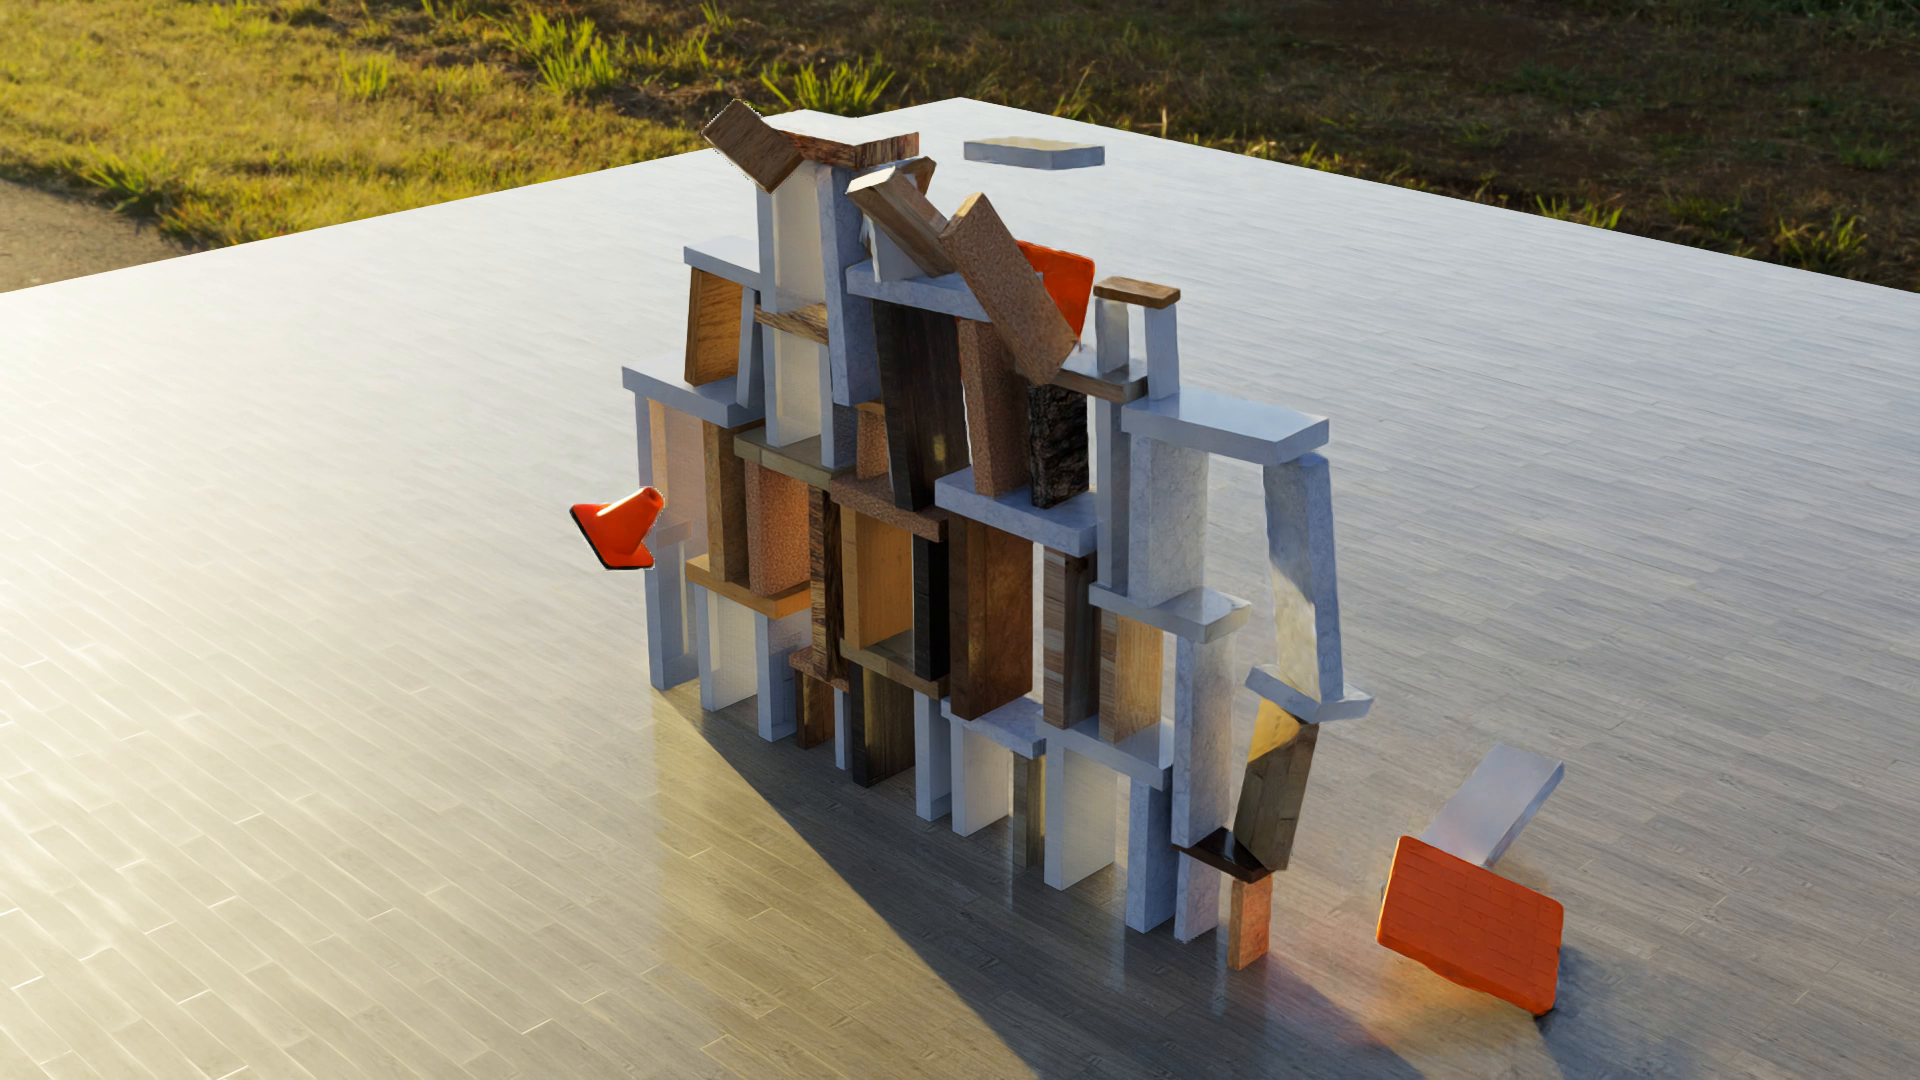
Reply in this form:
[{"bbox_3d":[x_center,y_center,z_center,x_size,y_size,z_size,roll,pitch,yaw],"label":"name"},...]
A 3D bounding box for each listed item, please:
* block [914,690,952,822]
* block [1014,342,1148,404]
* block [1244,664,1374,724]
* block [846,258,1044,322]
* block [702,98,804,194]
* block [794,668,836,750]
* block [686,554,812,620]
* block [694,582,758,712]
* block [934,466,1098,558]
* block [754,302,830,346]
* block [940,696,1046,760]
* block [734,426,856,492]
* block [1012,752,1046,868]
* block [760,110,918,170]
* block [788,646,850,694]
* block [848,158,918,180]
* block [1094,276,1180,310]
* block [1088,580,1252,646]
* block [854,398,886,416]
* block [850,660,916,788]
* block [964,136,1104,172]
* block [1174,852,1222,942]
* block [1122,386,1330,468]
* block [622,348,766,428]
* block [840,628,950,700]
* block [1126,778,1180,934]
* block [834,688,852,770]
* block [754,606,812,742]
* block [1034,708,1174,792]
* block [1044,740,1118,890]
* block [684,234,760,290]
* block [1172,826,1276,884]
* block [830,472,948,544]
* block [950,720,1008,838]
[{"bbox_3d":[-0.024,0.411,4.427,0.142,0.284,0.040,-22,31,-40],"label":"block"},{"bbox_3d":[0.227,-0.297,3.837,0.243,0.034,0.121,20,32,38],"label":"block"},{"bbox_3d":[0.622,0.270,3.903,0.139,0.039,0.277,29,12,27],"label":"block"},{"bbox_3d":[-0.029,-0.467,4.002,0.328,0.046,0.164,16,30,34],"label":"block"},{"bbox_3d":[-0.377,-0.719,4.015,0.090,0.026,0.181,-46,66,-4],"label":"block"},{"bbox_3d":[-0.307,0.347,4.703,0.026,0.186,0.093,21,31,41],"label":"block"},{"bbox_3d":[-0.438,0.086,4.736,0.150,0.042,0.300,-21,31,-40],"label":"block"},{"bbox_3d":[-0.508,0.216,4.868,0.150,0.300,0.042,-21,31,-41],"label":"block"},{"bbox_3d":[0.143,-0.066,4.028,0.356,0.050,0.178,21,31,40],"label":"block"},{"bbox_3d":[-0.275,-0.435,4.337,0.127,0.036,0.254,-21,31,-40],"label":"block"},{"bbox_3d":[0.094,0.345,4.259,0.125,0.035,0.250,-21,31,-39],"label":"block"},{"bbox_3d":[-0.306,-0.175,4.475,0.300,0.042,0.150,21,31,40],"label":"block"},{"bbox_3d":[0.159,0.499,4.264,0.125,0.250,0.035,-21,31,-41],"label":"block"},{"bbox_3d":[-0.248,-0.760,4.166,0.162,0.046,0.323,-21,30,-40],"label":"block"},{"bbox_3d":[-0.263,0.266,4.622,0.093,0.026,0.186,-21,31,-41],"label":"block"},{"bbox_3d":[-0.139,-0.683,4.047,0.065,0.018,0.130,-20,15,-38],"label":"block"},{"bbox_3d":[0.299,-0.419,3.718,0.131,0.019,0.066,16,30,30],"label":"block"},{"bbox_3d":[0.368,0.111,3.872,0.261,0.037,0.130,19,30,40],"label":"block"},{"bbox_3d":[-0.130,-0.262,4.242,0.072,0.021,0.145,-22,27,-40],"label":"block"},{"bbox_3d":[-0.158,0.358,4.550,0.142,0.284,0.040,-22,32,-40],"label":"block"},{"bbox_3d":[0.124,-0.655,3.726,0.116,0.033,0.232,-12,20,-36],"label":"block"},{"bbox_3d":[0.437,0.637,4.023,0.090,0.181,0.026,-17,28,-39],"label":"block"},{"bbox_3d":[0.440,-0.193,3.674,0.311,0.044,0.156,17,28,39],"label":"block"},{"bbox_3d":[-0.538,-0.326,4.673,0.178,0.050,0.356,-21,31,-40],"label":"block"},{"bbox_3d":[-0.093,0.236,4.423,0.142,0.040,0.284,-22,31,-40],"label":"block"},{"bbox_3d":[0.378,0.555,4.055,0.155,0.311,0.044,-21,31,-40],"label":"block"},{"bbox_3d":[-0.219,0.382,4.622,0.026,0.186,0.093,21,31,41],"label":"block"},{"bbox_3d":[-0.367,0.271,4.738,0.150,0.300,0.042,-21,31,-41],"label":"block"},{"bbox_3d":[0.304,0.363,4.054,0.310,0.044,0.155,21,31,41],"label":"block"},{"bbox_3d":[0.231,0.498,4.190,0.044,0.310,0.155,21,31,41],"label":"block"},{"bbox_3d":[-0.427,-0.561,4.454,0.130,0.037,0.260,-21,33,-40],"label":"block"},{"bbox_3d":[0.479,0.558,3.947,0.181,0.026,0.090,21,29,40],"label":"block"},{"bbox_3d":[-0.094,-0.077,4.276,0.304,0.043,0.152,21,32,41],"label":"block"},{"bbox_3d":[0.040,0.453,4.371,0.035,0.250,0.125,21,31,41],"label":"block"}]
